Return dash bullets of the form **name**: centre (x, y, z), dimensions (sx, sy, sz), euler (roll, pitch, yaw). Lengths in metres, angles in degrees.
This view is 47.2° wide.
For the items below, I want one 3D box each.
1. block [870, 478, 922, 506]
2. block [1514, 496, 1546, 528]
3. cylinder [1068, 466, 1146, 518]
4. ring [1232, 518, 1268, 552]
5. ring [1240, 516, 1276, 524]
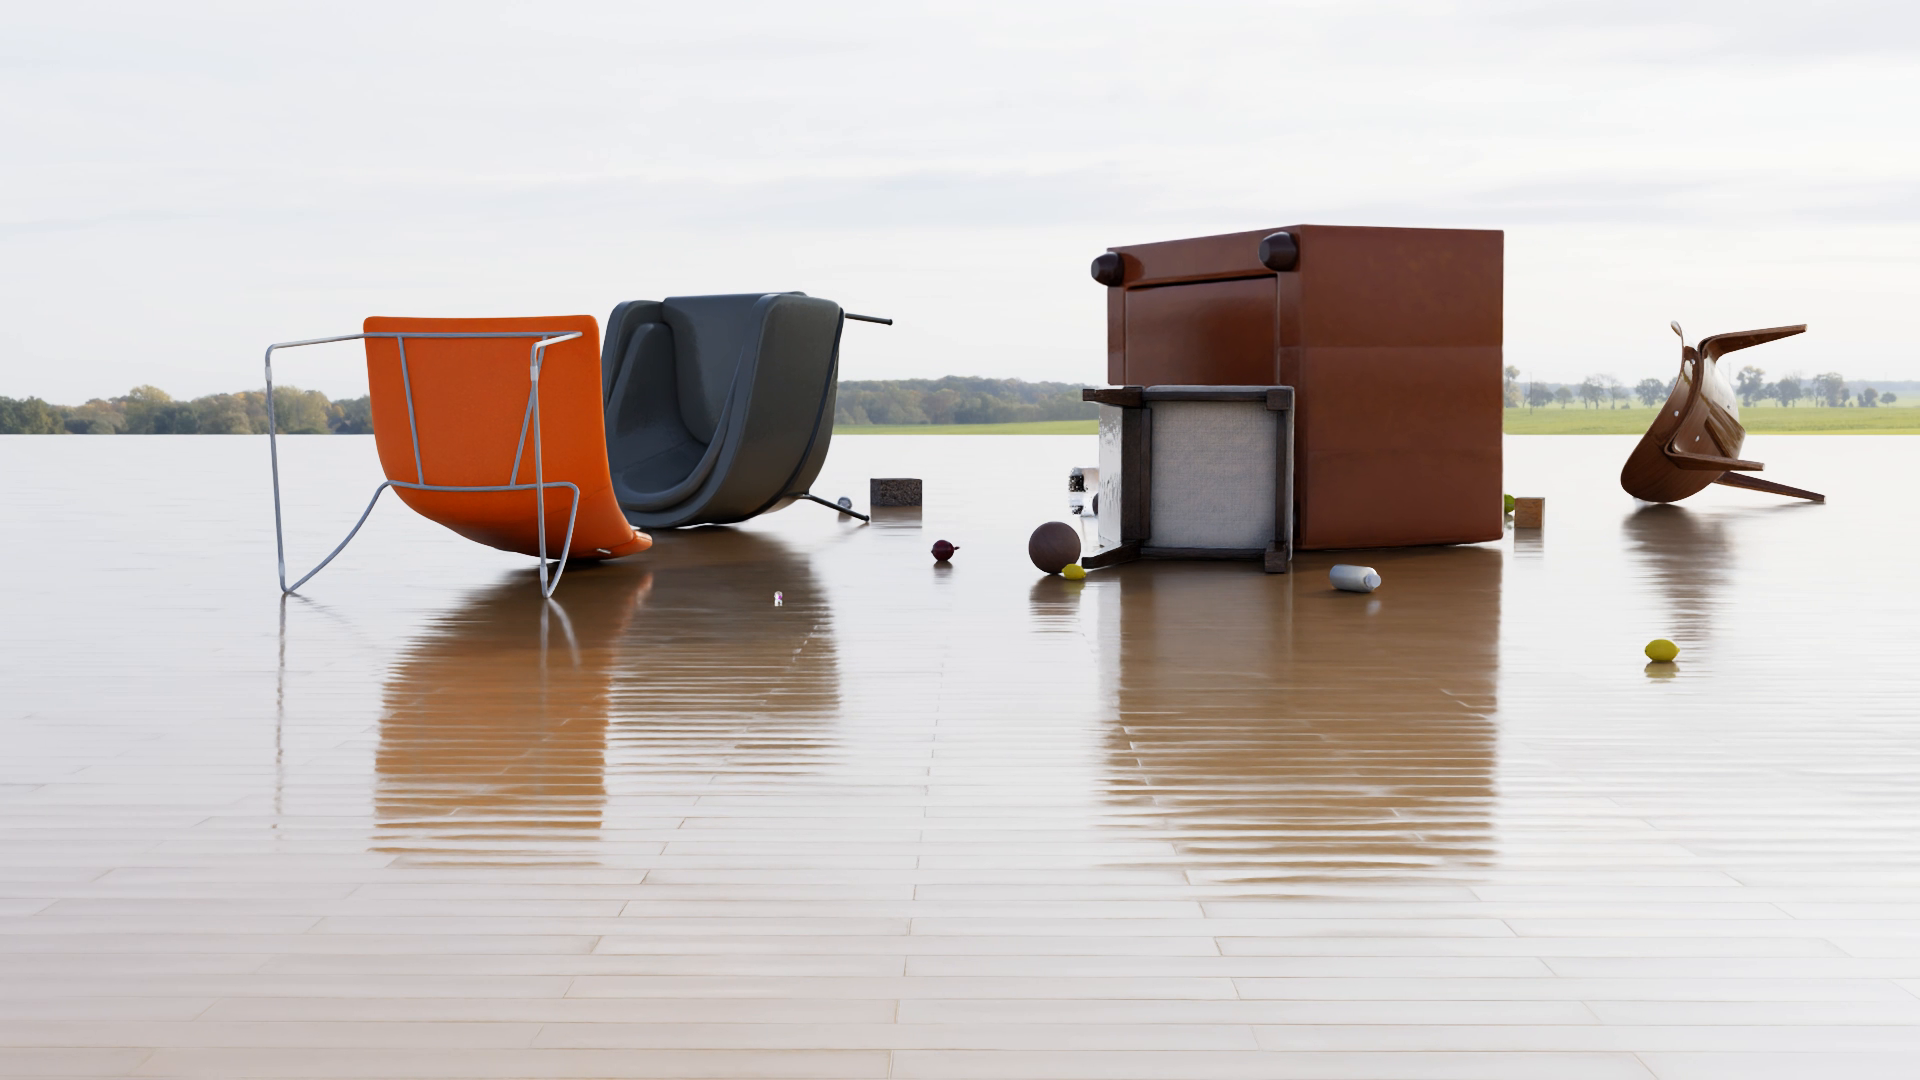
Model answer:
- **block**: centre (-0.248, -0.187, 8.526), dimensions (0.166, 0.101, 0.168), euler (-1, 4, -17)
- **block**: centre (1.869, -0.092, 7.211), dimensions (0.088, 0.093, 0.134), euler (1, 4, 19)
- **cylinder**: centre (0.519, -0.171, 7.734), dimensions (0.230, 0.178, 0.169), euler (-1, 17, -16)
- **ring**: centre (0.799, -0.014, 6.061), dimensions (0.057, 0.095, 0.213), euler (20, -9, -9)
- **ring**: centre (0.999, -0.067, 7.367), dimensions (0.128, 0.021, 0.072), euler (0, 5, 5)
